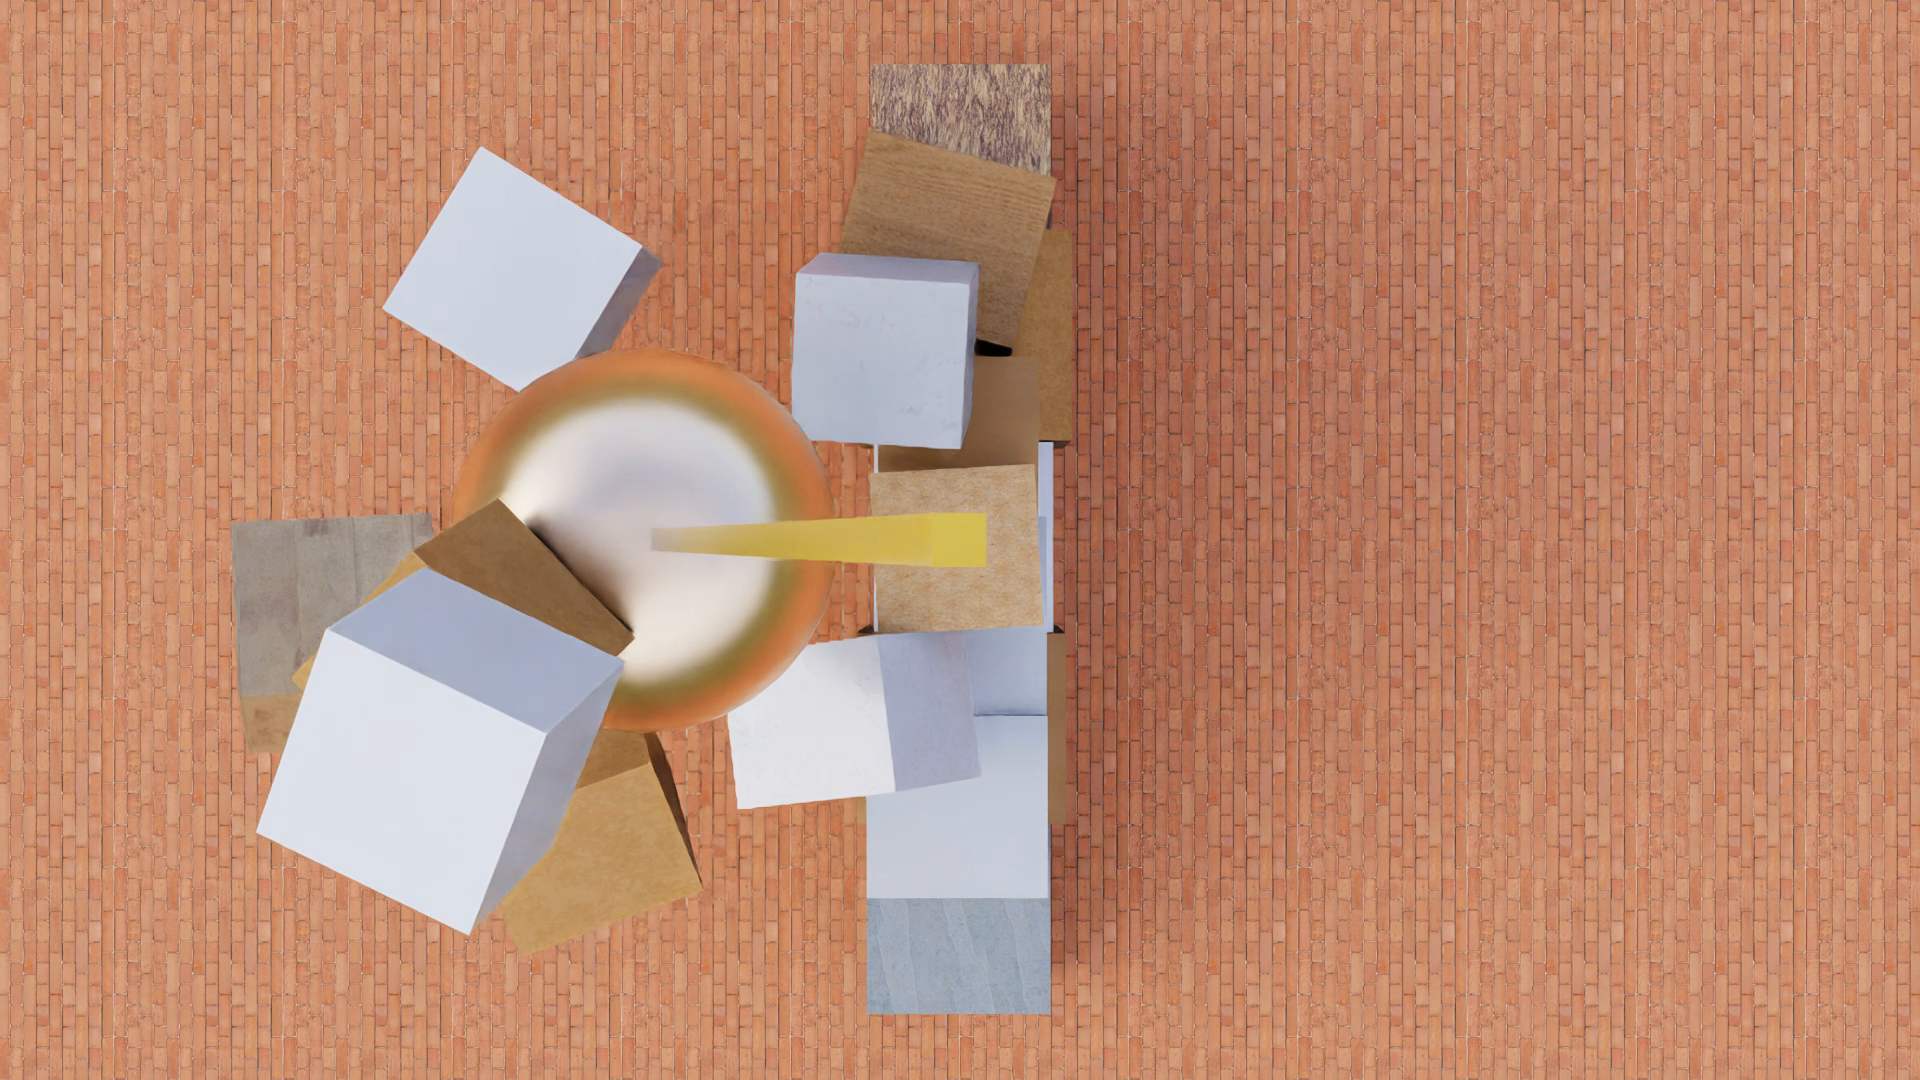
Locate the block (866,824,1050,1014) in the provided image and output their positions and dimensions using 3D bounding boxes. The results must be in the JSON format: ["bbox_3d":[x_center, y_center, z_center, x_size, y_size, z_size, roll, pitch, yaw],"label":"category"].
[{"bbox_3d":[-0.008,2.078,12.554,1.011,0.892,1.065,0,90,0],"label":"block"}]

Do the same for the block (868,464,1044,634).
[{"bbox_3d":[-0.018,0.044,10.693,0.776,0.761,0.759,-3,90,0],"label":"block"}]

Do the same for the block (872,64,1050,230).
[{"bbox_3d":[0.005,-2.147,12.530,0.983,0.940,0.925,0,90,0],"label":"block"}]

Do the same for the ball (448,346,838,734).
[{"bbox_3d":[-1.306,0.000,9.135,1.600,1.600,1.600,0,90,0],"label":"ball"}]

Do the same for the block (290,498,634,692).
[{"bbox_3d":[-1.811,0.434,8.106,0.705,0.766,0.741,-43,93,18],"label":"block"}]

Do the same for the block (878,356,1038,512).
[{"bbox_3d":[-0.008,-0.525,11.478,0.809,0.759,0.800,0,90,0],"label":"block"}]

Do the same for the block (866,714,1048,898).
[{"bbox_3d":[-0.014,1.338,11.452,0.905,0.859,0.913,0,90,0],"label":"block"}]

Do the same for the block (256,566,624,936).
[{"bbox_3d":[-1.720,0.684,7.359,0.777,0.742,0.771,25,108,4],"label":"block"}]

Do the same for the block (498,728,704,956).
[{"bbox_3d":[-1.938,1.284,10.985,0.937,1.017,0.860,-20,125,-6],"label":"block"}]

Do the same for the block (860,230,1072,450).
[{"bbox_3d":[0.017,-1.107,12.429,1.174,1.142,1.138,0,90,0],"label":"block"}]

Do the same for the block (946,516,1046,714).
[{"bbox_3d":[0.013,0.381,11.466,0.846,0.784,0.998,0,90,0],"label":"block"}]

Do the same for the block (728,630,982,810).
[{"bbox_3d":[-0.512,0.855,10.552,0.849,0.881,0.717,-9,85,26],"label":"block"}]

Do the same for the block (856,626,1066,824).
[{"bbox_3d":[0.007,1.019,12.441,1.131,1.119,1.029,0,90,0],"label":"block"}]

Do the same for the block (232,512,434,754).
[{"bbox_3d":[-2.815,0.430,9.968,0.855,0.831,0.805,-3,69,-16],"label":"block"}]

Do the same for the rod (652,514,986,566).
[{"bbox_3d":[-0.566,0.000,5.816,0.080,5.200,0.080,0,90,-13],"label":"rod"}]

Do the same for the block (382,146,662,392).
[{"bbox_3d":[-2.244,-1.331,11.436,0.940,0.916,0.949,32,91,-2],"label":"block"}]

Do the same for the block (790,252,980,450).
[{"bbox_3d":[-0.347,-0.923,10.561,0.795,0.899,0.770,4,104,3],"label":"block"}]

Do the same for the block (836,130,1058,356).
[{"bbox_3d":[-0.095,-1.507,11.417,0.971,0.882,0.875,15,90,0],"label":"block"}]

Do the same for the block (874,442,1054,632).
[{"bbox_3d":[0.019,-0.015,12.429,0.969,1.143,1.024,0,90,0],"label":"block"}]
